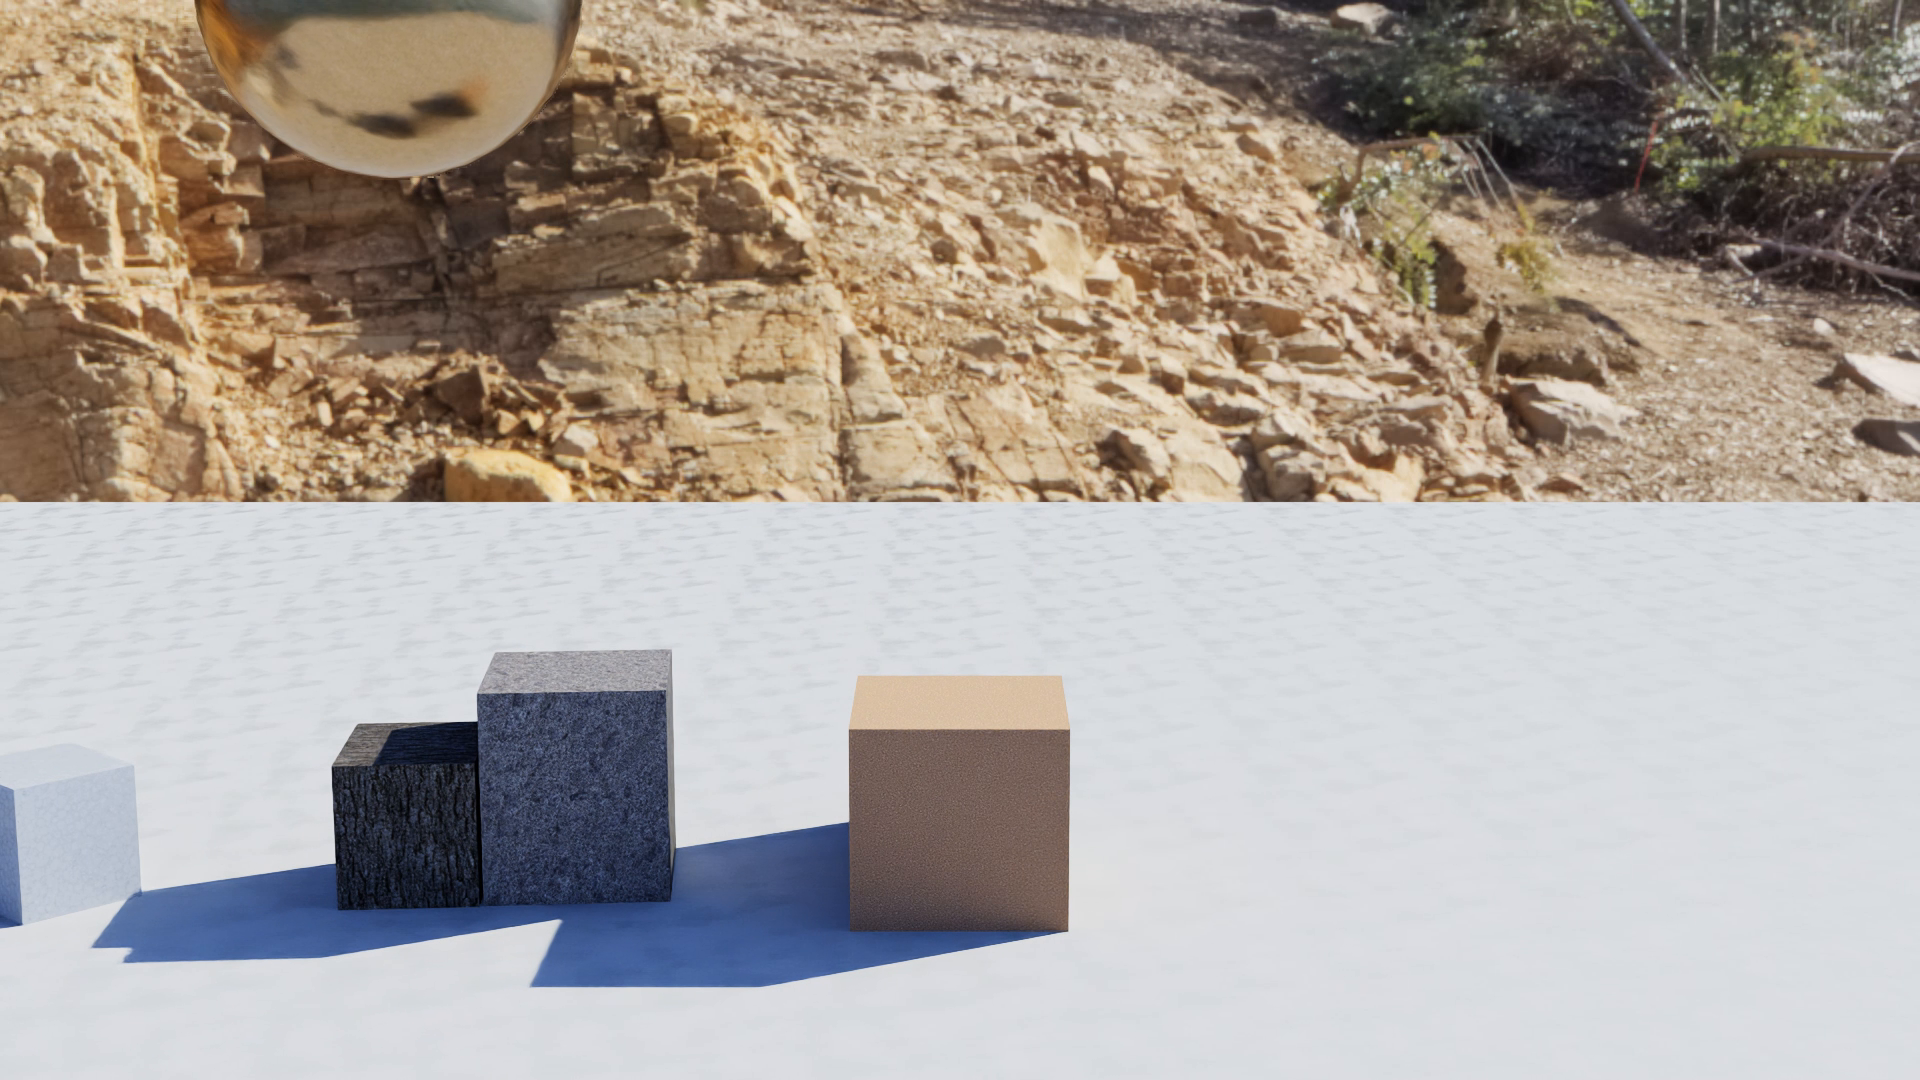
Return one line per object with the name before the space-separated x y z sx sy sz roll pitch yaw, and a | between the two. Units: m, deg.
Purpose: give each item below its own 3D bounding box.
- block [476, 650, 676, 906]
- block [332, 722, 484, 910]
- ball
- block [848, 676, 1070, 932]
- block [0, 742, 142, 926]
block | -1.670 1.030 11.296 0.793 0.933 0.790 -1 10 -4
block | -2.377 1.195 11.229 0.595 0.632 0.727 -1 10 -4
ball | -2.390 -2.324 10.758 1.600 1.600 1.600 0 10 0
block | -0.002 1.113 11.030 0.907 0.863 0.953 0 10 0
block | -3.926 1.252 11.041 0.555 0.586 0.542 10 14 43
